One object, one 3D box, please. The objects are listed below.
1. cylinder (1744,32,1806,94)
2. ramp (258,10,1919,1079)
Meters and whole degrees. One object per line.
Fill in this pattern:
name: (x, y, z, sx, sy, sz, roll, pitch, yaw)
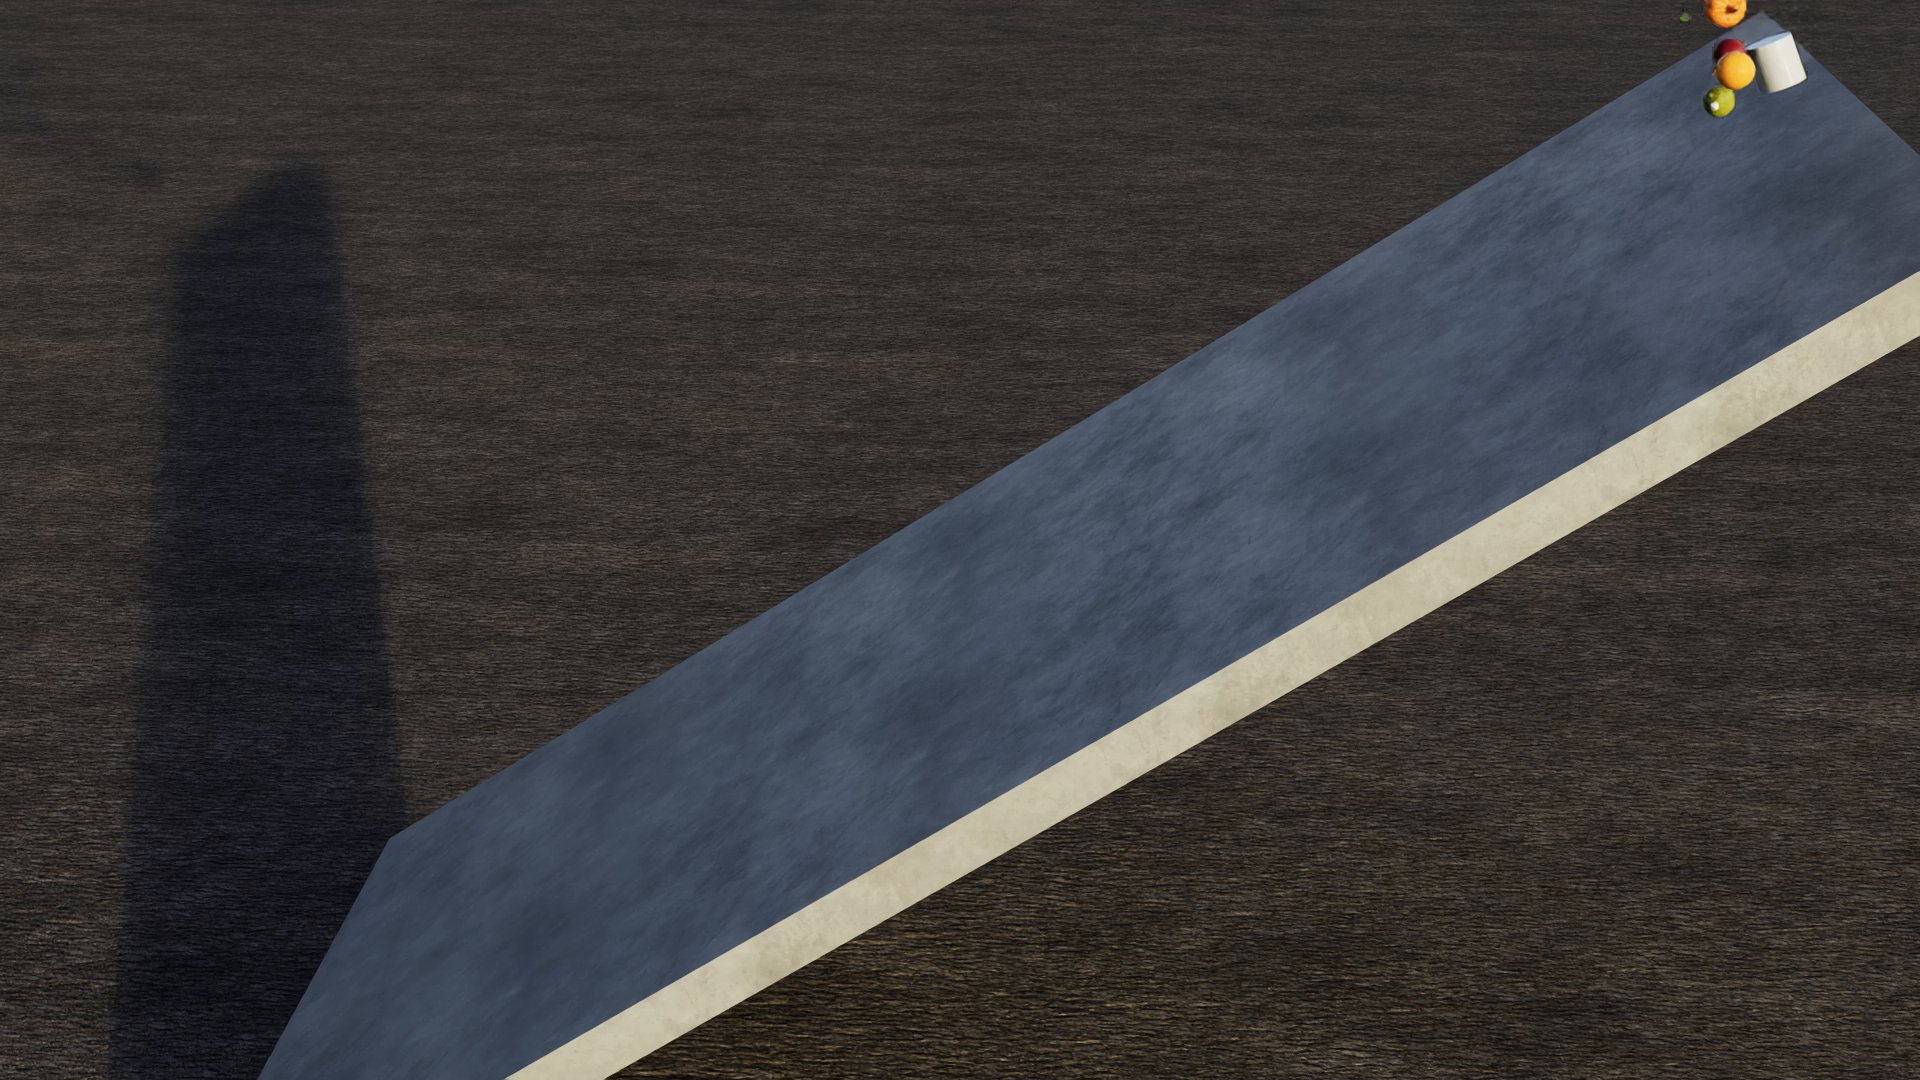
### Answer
cylinder: (1.592, -0.931, 5.741, 0.092, 0.092, 0.092, -21, 12, 5)
ramp: (0.139, 0.171, 6.296, 4.000, 0.100, 2.000, -31, 15, 14)
